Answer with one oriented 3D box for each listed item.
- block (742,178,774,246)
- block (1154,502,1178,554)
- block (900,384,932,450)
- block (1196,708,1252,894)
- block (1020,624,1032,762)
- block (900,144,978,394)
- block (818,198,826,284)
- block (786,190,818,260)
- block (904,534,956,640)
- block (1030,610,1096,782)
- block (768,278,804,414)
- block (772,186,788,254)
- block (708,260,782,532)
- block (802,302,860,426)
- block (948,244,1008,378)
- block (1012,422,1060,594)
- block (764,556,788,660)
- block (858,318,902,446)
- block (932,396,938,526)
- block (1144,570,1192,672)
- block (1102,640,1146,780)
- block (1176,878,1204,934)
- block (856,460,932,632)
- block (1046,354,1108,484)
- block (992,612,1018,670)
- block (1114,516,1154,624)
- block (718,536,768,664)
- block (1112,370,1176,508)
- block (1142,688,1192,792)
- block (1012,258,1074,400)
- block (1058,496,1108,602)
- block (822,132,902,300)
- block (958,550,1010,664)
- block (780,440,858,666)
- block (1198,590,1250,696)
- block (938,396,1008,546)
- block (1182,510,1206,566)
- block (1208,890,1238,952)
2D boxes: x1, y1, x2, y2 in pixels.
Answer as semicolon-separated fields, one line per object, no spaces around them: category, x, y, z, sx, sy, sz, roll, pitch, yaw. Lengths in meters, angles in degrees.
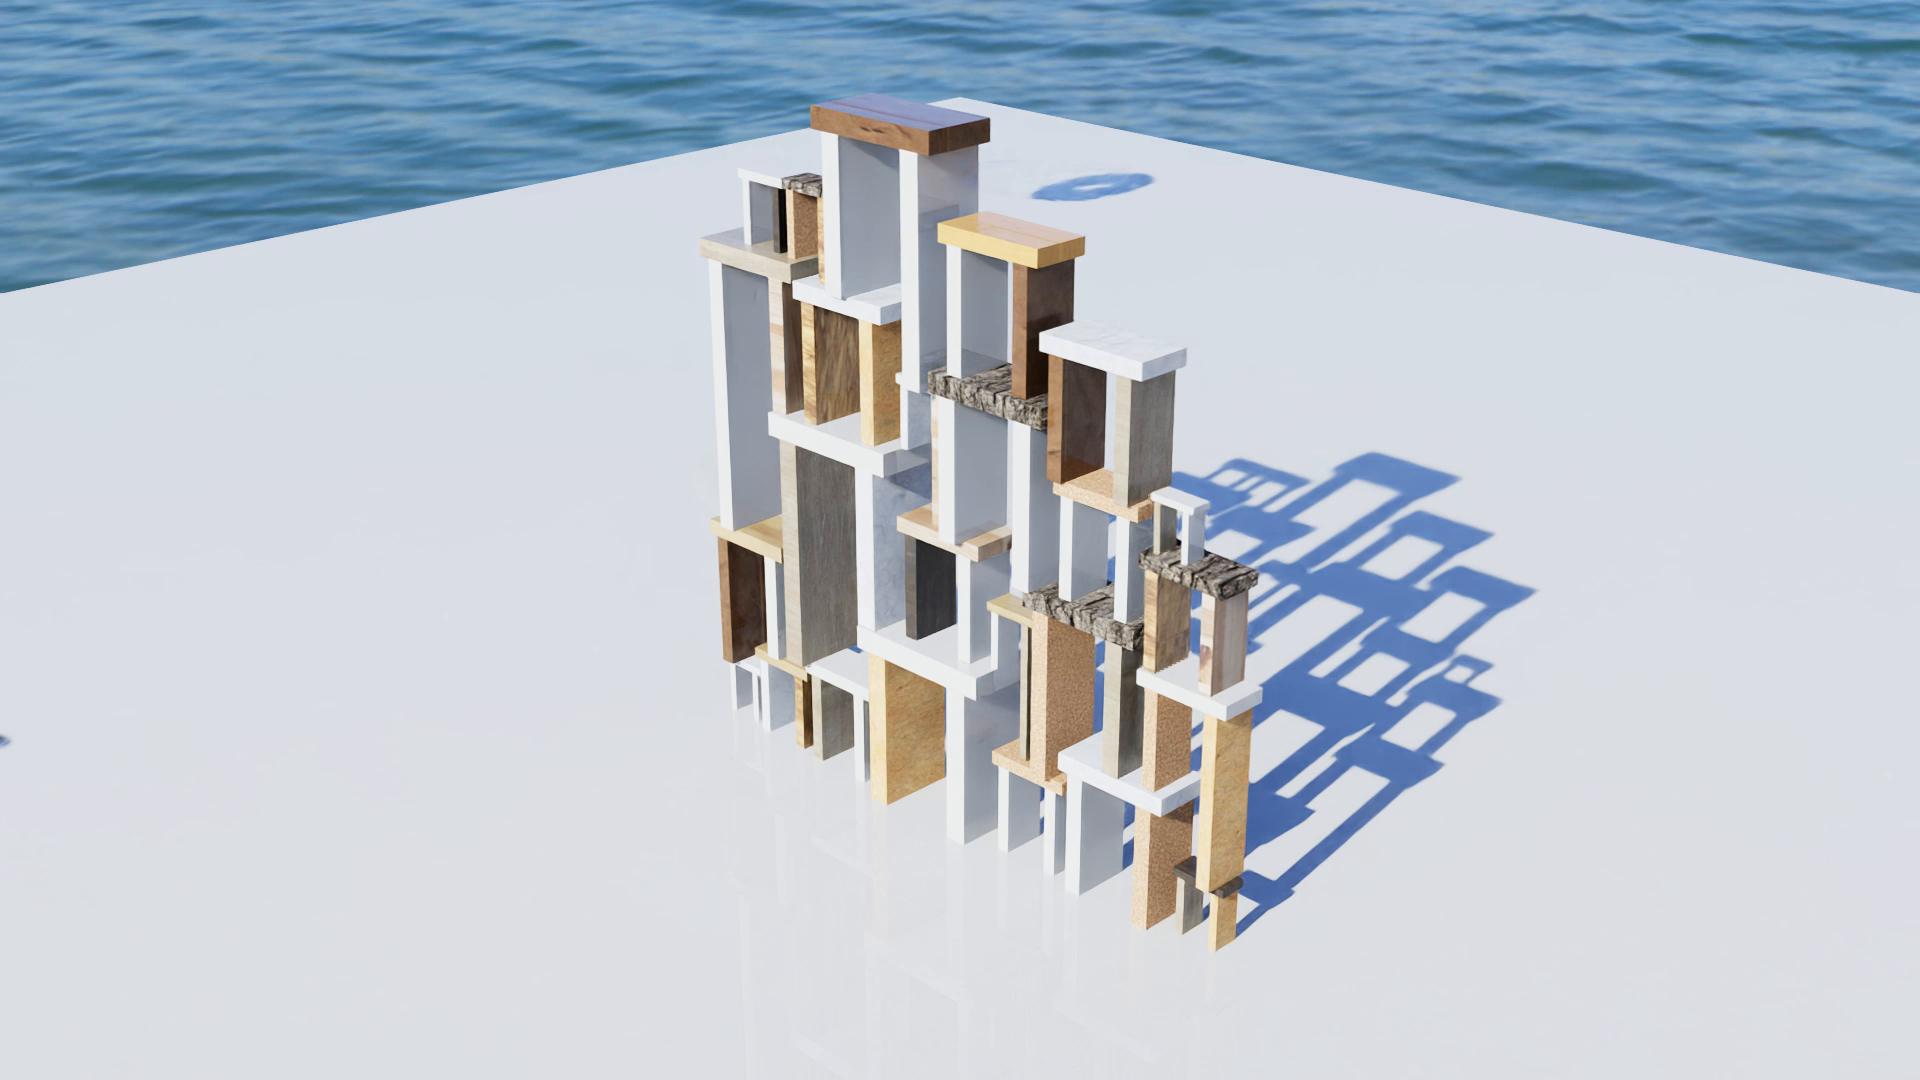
block;-0.400;-0.659;4.380;0.019;0.132;0.066;22;31;40
block;0.357;-0.027;3.818;0.046;0.093;0.013;-22;30;-40
block;-0.084;-0.242;4.213;0.018;0.129;0.064;22;31;40
block;0.469;0.451;3.902;0.101;0.354;0.029;-21;31;-41
block;0.141;0.283;4.190;0.017;0.287;0.058;21;31;41
block;-0.036;-0.506;4.048;0.044;0.449;0.156;21;31;41
block;-0.241;-0.582;4.235;0.019;0.169;0.068;21;31;40
block;-0.305;-0.622;4.288;0.019;0.136;0.068;21;31;40
block;-0.057;0.078;4.326;0.031;0.220;0.110;21;31;41
block;0.194;0.274;4.137;0.038;0.344;0.134;21;31;41
block;-0.313;-0.402;4.399;0.039;0.277;0.139;21;31;41
block;-0.337;-0.635;4.323;0.019;0.132;0.066;22;31;40
block;-0.444;-0.311;4.578;0.039;0.584;0.139;21;31;40
block;-0.252;-0.362;4.341;0.124;0.248;0.035;-21;31;-41
block;0.032;-0.428;4.006;0.122;0.245;0.035;-21;31;-41
block;0.160;-0.077;4.011;0.041;0.324;0.143;21;31;41
block;-0.356;0.129;4.671;0.033;0.232;0.116;21;31;41
block;-0.135;-0.316;4.233;0.124;0.248;0.035;-21;31;-41
block;-0.024;-0.158;4.184;0.018;0.262;0.064;21;31;40
block;0.367;0.131;3.883;0.095;0.189;0.027;-21;31;-40
block;0.320;0.289;4.006;0.038;0.268;0.134;21;31;41
block;0.423;0.663;4.049;0.017;0.117;0.058;21;31;41
block;-0.127;-0.003;4.366;0.168;0.337;0.048;-21;31;-41
block;0.208;-0.228;3.900;0.033;0.235;0.117;21;31;41
block;0.086;0.184;4.208;0.017;0.117;0.058;21;31;41
block;0.319;0.039;3.898;0.099;0.199;0.028;-21;31;-41
block;-0.466;0.114;4.783;0.033;0.294;0.116;21;31;41
block;0.318;-0.184;3.798;0.117;0.235;0.033;-21;31;-41
block;0.374;0.344;3.960;0.101;0.202;0.029;-21;31;-41
block;0.147;-0.382;3.900;0.122;0.245;0.035;-21;31;-40
block;0.225;0.003;3.984;0.099;0.199;0.028;-21;31;-41
block;-0.185;-0.626;4.156;0.156;0.312;0.044;-21;31;-41
block;0.046;0.118;4.230;0.031;0.220;0.110;21;31;41
block;-0.285;0.007;4.543;0.168;0.493;0.048;-21;31;-41
block;0.456;0.168;3.802;0.094;0.189;0.027;-21;31;-40
block;0.025;-0.147;4.128;0.041;0.286;0.143;21;31;41
block;0.401;-0.008;3.779;0.013;0.093;0.046;20;30;41
block;0.478;0.684;3.998;0.059;0.117;0.017;-21;31;-41
